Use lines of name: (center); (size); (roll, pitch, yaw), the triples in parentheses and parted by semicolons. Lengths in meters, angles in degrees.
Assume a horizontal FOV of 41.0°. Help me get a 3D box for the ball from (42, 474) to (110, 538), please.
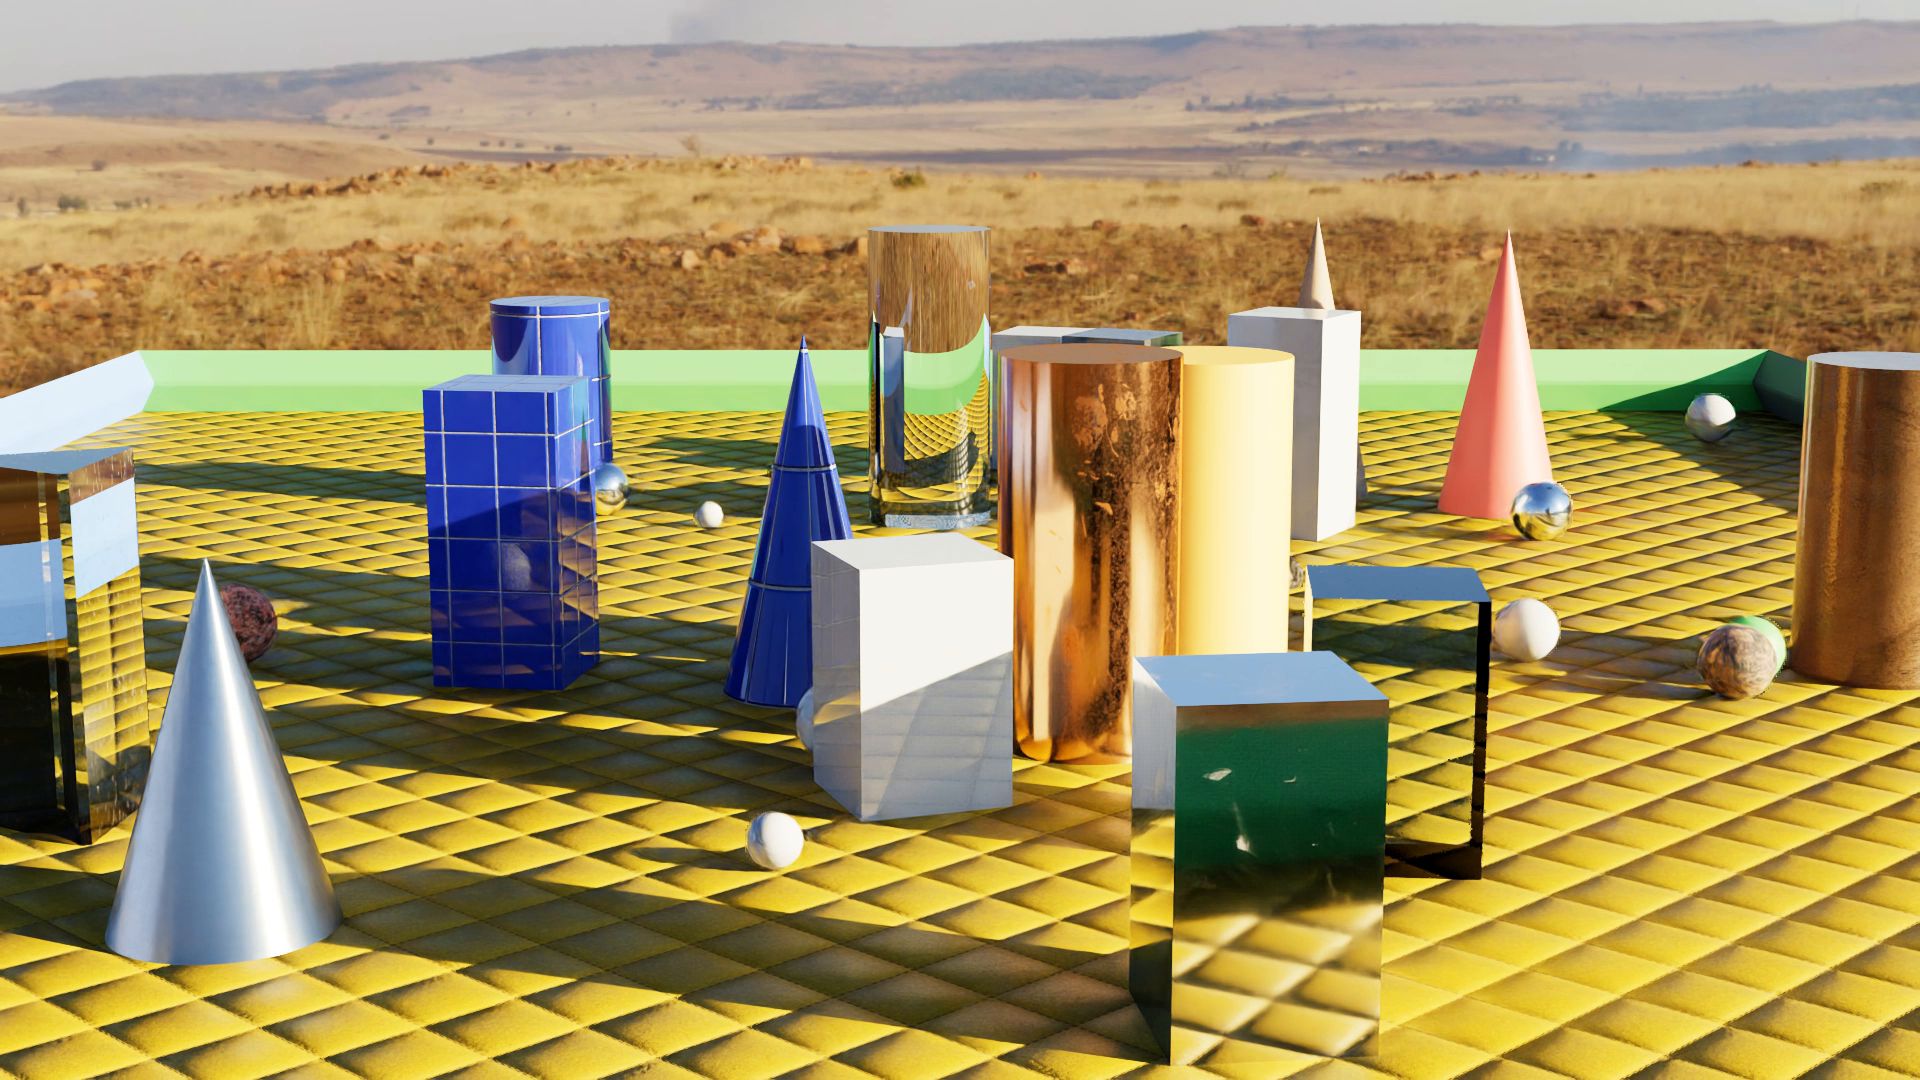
ball: (-1.376, -0.052, 3.993); (0.099, 0.099, 0.099); (0, 10, 0)

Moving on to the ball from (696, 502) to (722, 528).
ball: (-0.399, -0.040, 4.081); (0.043, 0.043, 0.043); (0, 10, 0)

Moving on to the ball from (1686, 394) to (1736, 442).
ball: (1.466, -0.238, 5.010); (0.094, 0.094, 0.094); (0, 10, 0)

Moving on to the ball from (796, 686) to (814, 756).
ball: (-0.127, 0.190, 2.701); (0.094, 0.094, 0.094); (0, 10, 0)

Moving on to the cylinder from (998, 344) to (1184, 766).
cylinder: (0.139, 0.011, 2.761); (0.197, 0.425, 0.197); (0, 10, 0)

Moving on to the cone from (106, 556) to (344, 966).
cone: (-0.630, 0.172, 2.170); (0.197, 0.323, 0.197); (0, 10, 0)

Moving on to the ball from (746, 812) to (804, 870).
ball: (-0.170, 0.276, 2.352); (0.052, 0.052, 0.052); (0, 10, 0)

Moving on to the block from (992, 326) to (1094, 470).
block: (0.159, -0.260, 4.709); (0.158, 0.247, 0.158); (4, 11, 19)

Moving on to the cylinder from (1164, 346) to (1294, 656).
cylinder: (0.289, -0.021, 3.015); (0.197, 0.394, 0.197); (0, 10, 0)

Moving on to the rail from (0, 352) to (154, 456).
rail: (-1.709, 0.035, 3.439); (0.045, 0.128, 4.092); (0, 10, 0)

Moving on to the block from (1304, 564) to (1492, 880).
block: (0.401, 0.166, 2.383); (0.158, 0.257, 0.158); (1, 11, 5)

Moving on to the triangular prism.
triangular prism: (-0.857, 0.094, 2.498); (0.171, 0.356, 0.148); (7, 12, 32)

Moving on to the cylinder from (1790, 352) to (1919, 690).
cylinder: (1.112, -0.027, 3.089); (0.197, 0.379, 0.197); (0, 10, 0)

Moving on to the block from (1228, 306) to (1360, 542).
block: (0.524, -0.186, 4.047); (0.158, 0.344, 0.158); (6, 12, 29)

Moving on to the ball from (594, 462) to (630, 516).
ball: (-0.584, -0.084, 4.198); (0.088, 0.088, 0.088); (0, 10, 0)

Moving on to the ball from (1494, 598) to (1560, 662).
ball: (0.699, 0.111, 3.168); (0.079, 0.079, 0.079); (0, 10, 0)

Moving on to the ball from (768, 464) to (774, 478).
ball: (-0.307, -0.114, 4.459); (0.051, 0.051, 0.051); (0, 10, 0)

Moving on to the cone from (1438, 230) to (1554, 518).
cone: (0.894, -0.281, 4.224); (0.197, 0.465, 0.197); (0, 10, 0)

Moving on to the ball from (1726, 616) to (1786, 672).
ball: (0.942, 0.131, 3.058); (0.081, 0.081, 0.081); (0, 10, 0)

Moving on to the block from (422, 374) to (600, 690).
block: (-0.536, -0.013, 3.081); (0.158, 0.354, 0.158); (2, 11, 8)

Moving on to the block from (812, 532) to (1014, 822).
block: (-0.049, 0.133, 2.576); (0.158, 0.250, 0.158); (-4, 11, -20)

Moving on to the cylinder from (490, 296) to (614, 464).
cylinder: (-0.682, -0.230, 4.296); (0.197, 0.340, 0.197); (0, 10, 0)

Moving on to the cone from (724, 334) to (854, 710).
cone: (-0.181, -0.032, 2.995); (0.197, 0.423, 0.197); (0, 10, 0)

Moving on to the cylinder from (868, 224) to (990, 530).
cylinder: (-0.049, -0.265, 4.127); (0.197, 0.469, 0.197); (0, 10, 0)

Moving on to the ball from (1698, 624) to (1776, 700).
ball: (0.903, 0.141, 2.981); (0.088, 0.088, 0.088); (0, 10, 0)

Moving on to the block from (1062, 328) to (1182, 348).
block: (0.284, -0.229, 4.495); (0.158, 0.265, 0.158); (6, 12, 29)

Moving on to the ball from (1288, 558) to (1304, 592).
ball: (0.458, 0.048, 3.594); (0.047, 0.047, 0.047); (0, 10, 0)

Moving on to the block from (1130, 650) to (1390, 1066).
block: (0.223, 0.237, 1.952); (0.158, 0.273, 0.158); (-1, 11, -7)

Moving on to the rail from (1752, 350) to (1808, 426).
rail: (1.709, 0.031, 3.459); (0.045, 0.128, 4.092); (0, 10, 0)

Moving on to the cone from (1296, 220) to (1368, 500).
cone: (0.604, -0.313, 4.370); (0.197, 0.476, 0.197); (0, 10, 0)

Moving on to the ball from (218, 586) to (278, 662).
ball: (-0.889, 0.104, 3.155); (0.097, 0.097, 0.097); (0, 10, 0)

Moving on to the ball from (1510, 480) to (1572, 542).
ball: (0.899, -0.045, 3.970); (0.094, 0.094, 0.094); (0, 10, 0)

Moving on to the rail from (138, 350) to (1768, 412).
rail: (-0.012, -0.335, 5.437); (3.466, 0.128, 0.045); (0, 10, 0)
